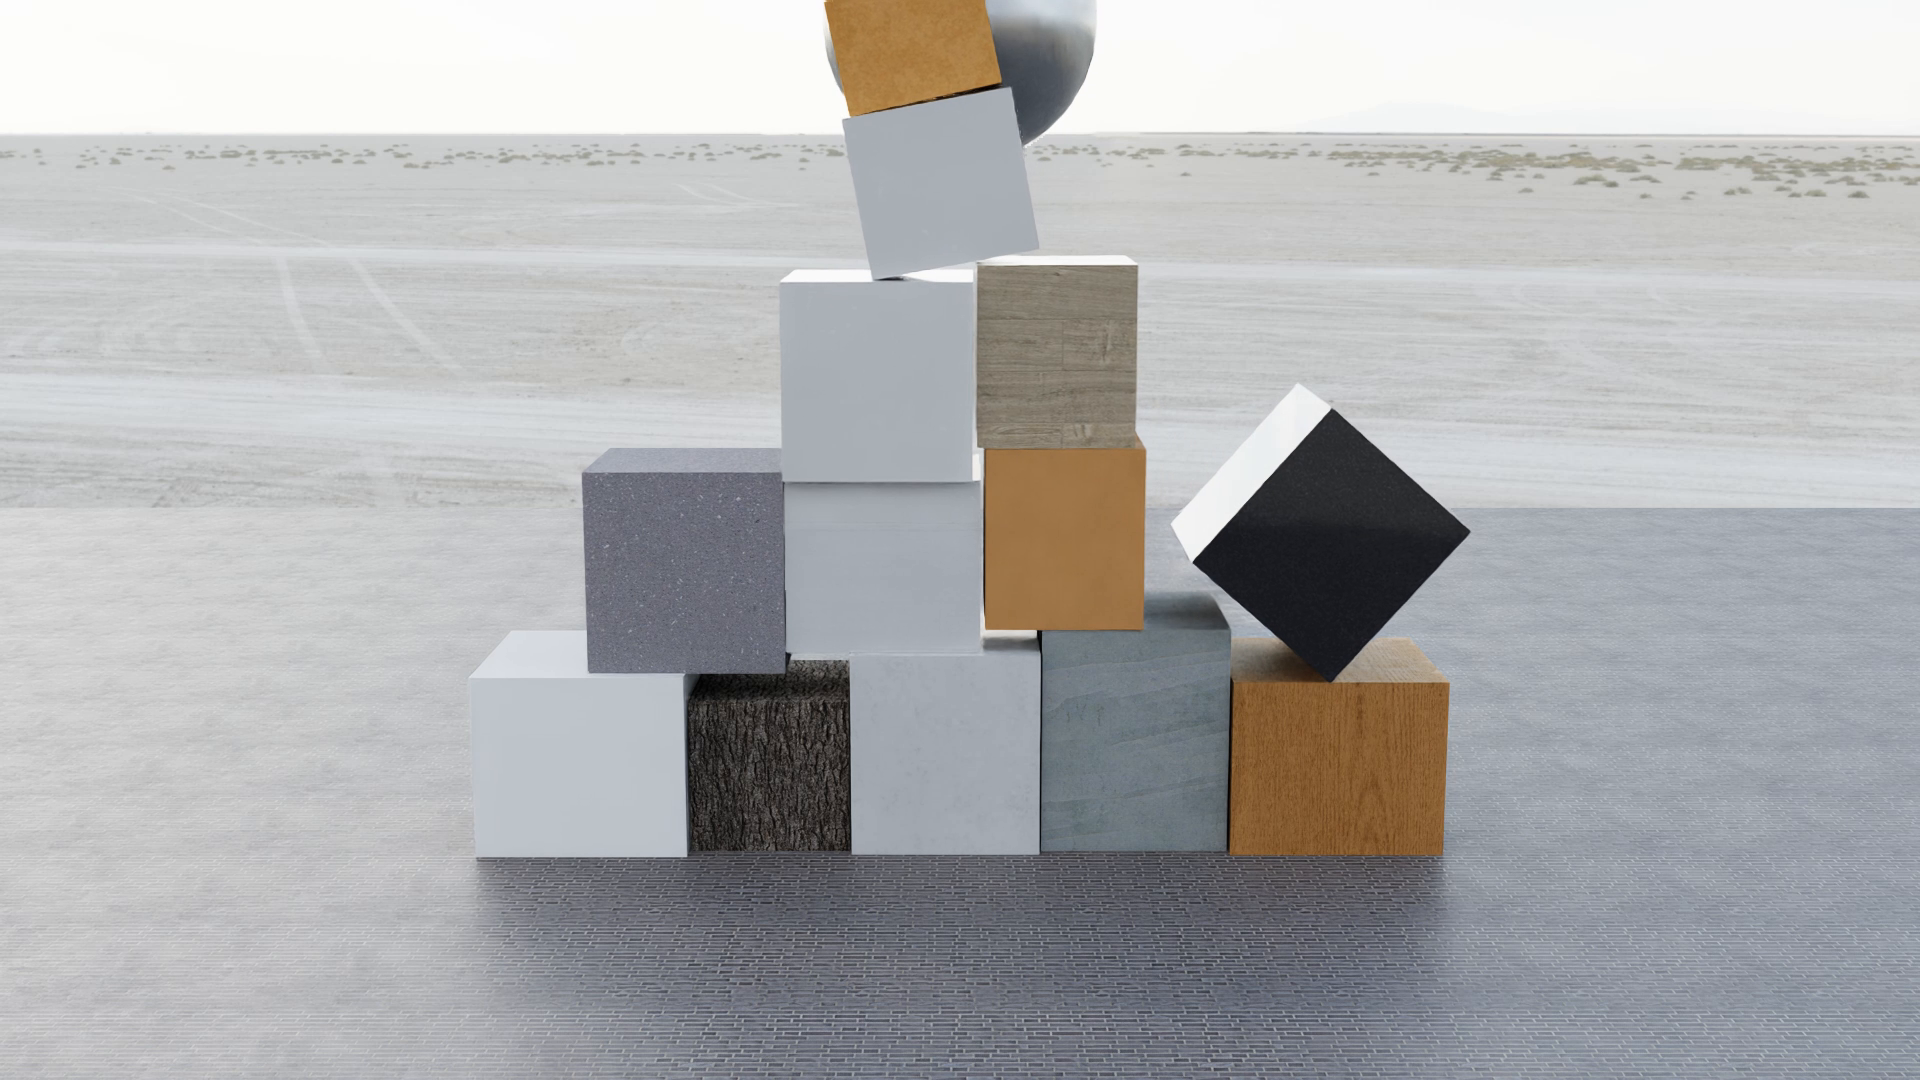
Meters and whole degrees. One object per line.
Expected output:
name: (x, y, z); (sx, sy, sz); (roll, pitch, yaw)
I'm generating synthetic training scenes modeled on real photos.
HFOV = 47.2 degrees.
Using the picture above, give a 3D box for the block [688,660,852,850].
block: (-0.947, 1.099, 11.379); (0.797, 0.767, 0.898); (0, 10, 0)

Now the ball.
ball: (0.000, -2.998, 12.744); (1.600, 1.600, 1.600); (0, 10, 0)

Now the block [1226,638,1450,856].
block: (1.873, 1.044, 11.354); (1.059, 0.883, 0.997); (0, 10, 0)

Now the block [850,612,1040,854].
block: (-0.073, 0.978, 11.347); (0.935, 1.015, 0.996); (0, 10, 0)

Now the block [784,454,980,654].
block: (-0.377, 0.054, 11.181); (0.958, 0.861, 0.881); (0, 10, 0)

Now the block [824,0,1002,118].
block: (-0.246, -2.519, 10.723); (0.746, 0.764, 0.617); (-12, 9, 2)

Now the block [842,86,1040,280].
block: (-0.089, -1.764, 10.865); (0.817, 0.773, 0.838); (-10, 10, 2)

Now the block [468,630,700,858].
block: (-1.879, 1.030, 11.348); (1.047, 0.914, 1.054); (0, 10, 0)

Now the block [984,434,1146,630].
block: (0.512, -0.079, 11.160); (0.778, 0.894, 0.909); (0, 10, 0)

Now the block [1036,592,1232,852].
block: (0.870, 0.916, 11.360); (0.928, 1.134, 0.928); (0, 10, 0)

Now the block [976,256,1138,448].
block: (0.467, -0.955, 11.001); (0.771, 0.886, 0.830); (0, 10, 0)

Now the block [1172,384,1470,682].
block: (1.798, -0.063, 11.181); (0.918, 1.001, 1.082); (41, 8, -7)

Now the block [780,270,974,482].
block: (-0.397, -0.844, 11.030); (0.920, 0.960, 1.023); (0, 10, 0)

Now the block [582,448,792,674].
block: (-1.346, 0.087, 11.175); (0.974, 1.002, 0.870); (0, 10, 0)
